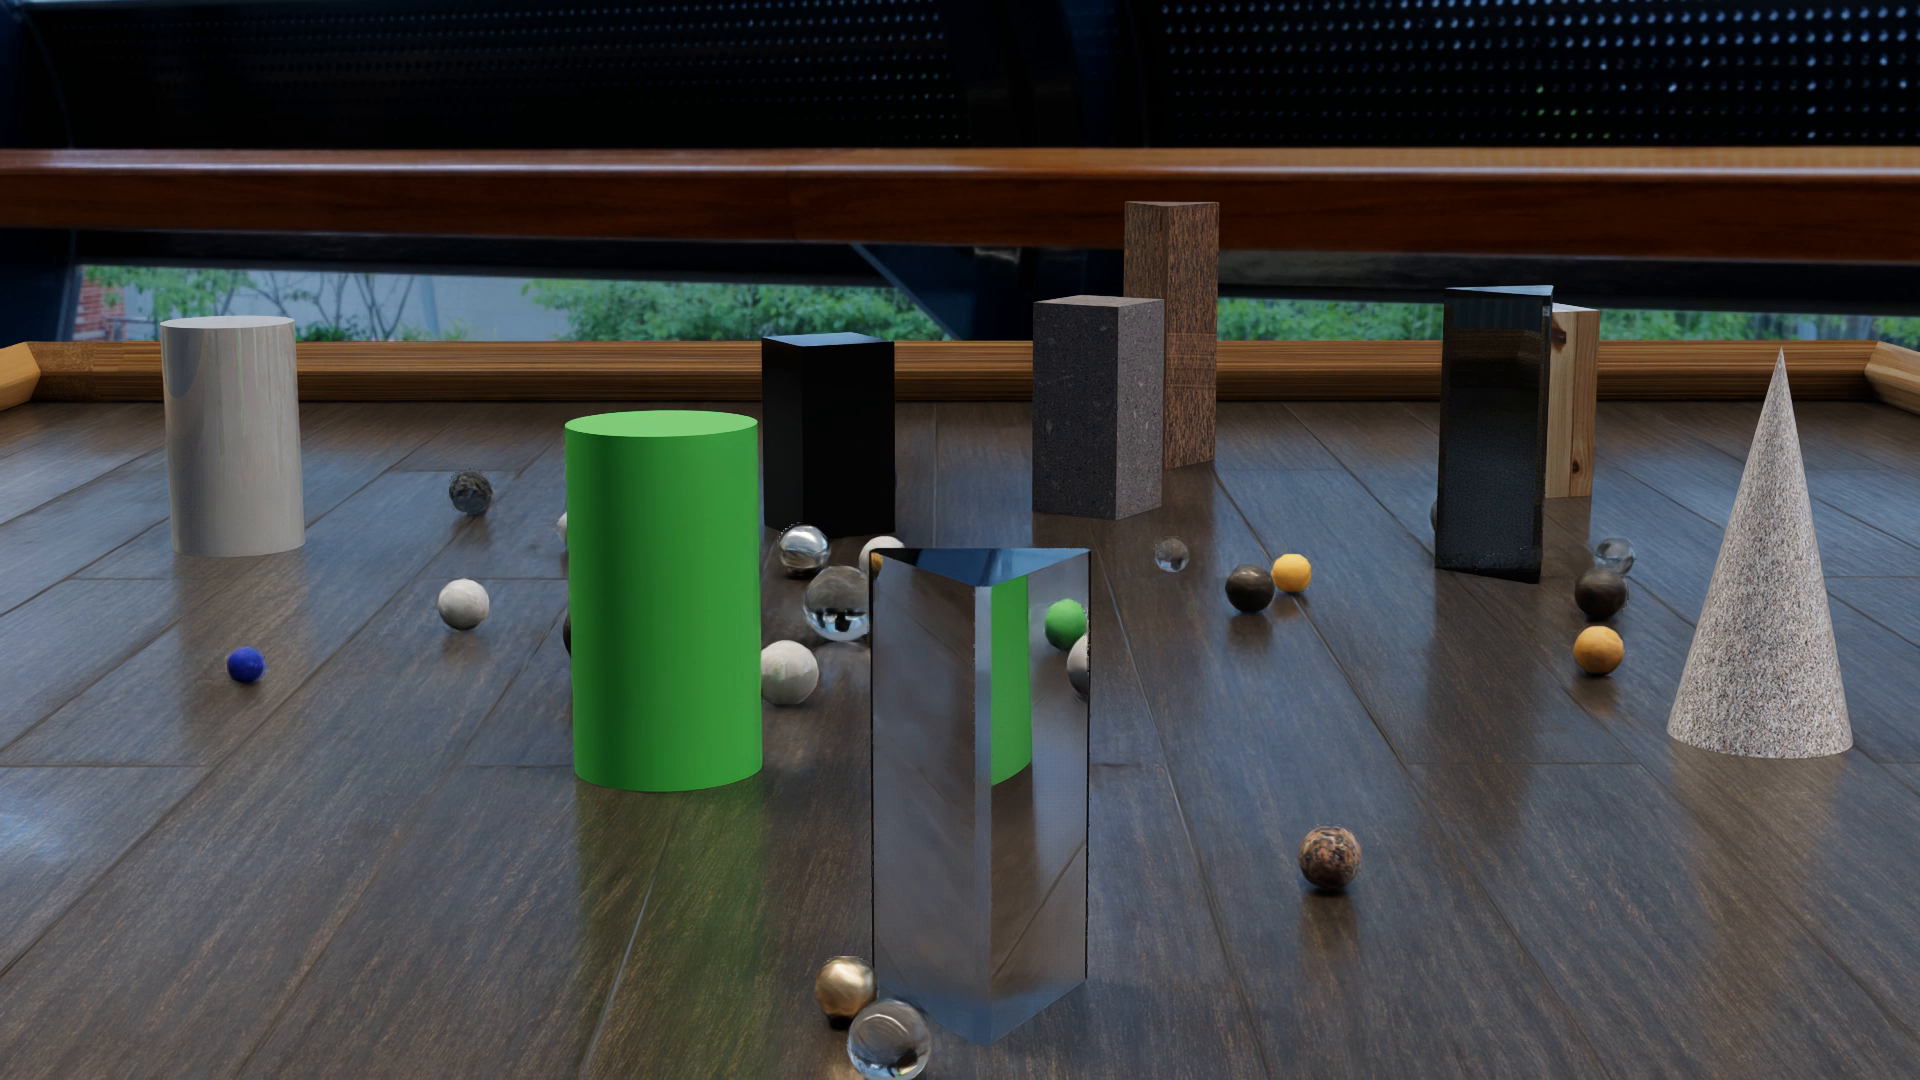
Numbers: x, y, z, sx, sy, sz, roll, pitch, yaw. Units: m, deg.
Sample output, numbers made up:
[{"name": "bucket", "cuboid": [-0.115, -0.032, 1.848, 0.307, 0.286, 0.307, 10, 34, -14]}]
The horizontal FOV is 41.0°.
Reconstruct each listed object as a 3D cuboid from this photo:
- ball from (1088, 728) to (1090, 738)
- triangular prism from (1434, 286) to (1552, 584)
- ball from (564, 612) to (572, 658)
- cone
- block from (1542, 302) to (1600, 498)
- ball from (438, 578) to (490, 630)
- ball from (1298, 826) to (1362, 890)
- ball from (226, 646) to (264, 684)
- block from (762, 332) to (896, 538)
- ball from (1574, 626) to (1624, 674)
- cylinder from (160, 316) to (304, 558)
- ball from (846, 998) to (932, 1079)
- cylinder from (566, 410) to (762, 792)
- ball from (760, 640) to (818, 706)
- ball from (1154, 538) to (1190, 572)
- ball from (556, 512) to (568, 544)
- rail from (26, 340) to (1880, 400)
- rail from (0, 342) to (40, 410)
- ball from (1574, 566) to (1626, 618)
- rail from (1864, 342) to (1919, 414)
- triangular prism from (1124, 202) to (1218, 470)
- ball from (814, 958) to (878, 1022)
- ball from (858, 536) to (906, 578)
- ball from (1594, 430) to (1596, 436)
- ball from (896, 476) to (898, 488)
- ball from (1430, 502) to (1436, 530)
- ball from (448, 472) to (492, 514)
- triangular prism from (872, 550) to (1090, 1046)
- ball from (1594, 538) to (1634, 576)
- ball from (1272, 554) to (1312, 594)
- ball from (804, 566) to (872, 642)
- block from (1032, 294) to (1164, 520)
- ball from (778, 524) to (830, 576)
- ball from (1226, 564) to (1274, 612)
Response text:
[{"name": "ball", "cuboid": [0.118, 0.207, 2.751, 0.042, 0.042, 0.042, 0, 10, 0]}, {"name": "triangular prism", "cuboid": [0.809, -0.160, 3.722, 0.171, 0.410, 0.148, 10, 15, 44]}, {"name": "ball", "cuboid": [-0.431, 0.113, 3.106, 0.098, 0.098, 0.098, 0, 10, 0]}, {"name": "cone", "cuboid": [0.880, 0.003, 2.787, 0.197, 0.430, 0.197, 0, 10, 0]}, {"name": "block", "cuboid": [0.984, -0.242, 4.419, 0.158, 0.317, 0.158, -3, 11, -18]}, {"name": "ball", "cuboid": [-0.647, 0.084, 3.346, 0.067, 0.067, 0.067, 0, 10, 0]}, {"name": "ball", "cuboid": [0.331, 0.284, 2.295, 0.057, 0.057, 0.057, 0, 10, 0]}, {"name": "ball", "cuboid": [-0.852, 0.149, 3.060, 0.043, 0.043, 0.043, 0, 10, 0]}, {"name": "block", "cuboid": [-0.208, -0.167, 4.054, 0.158, 0.302, 0.158, -5, 12, -27]}, {"name": "ball", "cuboid": [0.772, 0.133, 3.101, 0.060, 0.060, 0.060, 0, 10, 0]}, {"name": "cylinder", "cuboid": [-1.107, -0.161, 3.911, 0.197, 0.344, 0.197, 0, 10, 0]}, {"name": "ball", "cuboid": [-0.051, 0.363, 1.855, 0.062, 0.062, 0.062, 0, 10, 0]}, {"name": "cylinder", "cuboid": [-0.307, 0.059, 2.669, 0.197, 0.364, 0.197, 0, 10, 0]}, {"name": "ball", "cuboid": [-0.200, 0.153, 2.950, 0.076, 0.076, 0.076, 0, 10, 0]}, {"name": "ball", "cuboid": [0.308, 0.023, 3.725, 0.050, 0.050, 0.050, 0, 10, 0]}, {"name": "ball", "cuboid": [-0.587, -0.018, 3.922, 0.058, 0.058, 0.058, 0, 10, 0]}, {"name": "rail", "cuboid": [-0.013, -0.369, 5.619, 4.071, 0.128, 0.045, 0, 10, 0]}, {"name": "rail", "cuboid": [-2.012, 0.035, 3.437, 0.045, 0.128, 4.462, 0, 10, 0]}, {"name": "ball", "cuboid": [0.853, 0.070, 3.419, 0.068, 0.068, 0.068, 0, 10, 0]}, {"name": "rail", "cuboid": [2.012, 0.031, 3.460, 0.045, 0.128, 4.462, 0, 10, 0]}, {"name": "triangular prism", "cuboid": [0.364, -0.383, 4.742, 0.148, 0.477, 0.171, 8, 13, 38]}, {"name": "ball", "cuboid": [-0.088, 0.347, 1.978, 0.049, 0.049, 0.049, 0, 10, 0]}, {"name": "ball", "cuboid": [-0.107, 0.030, 3.626, 0.072, 0.072, 0.072, 0, 10, 0]}, {"name": "ball", "cuboid": [1.188, -0.213, 4.937, 0.071, 0.071, 0.071, 0, 10, 0]}, {"name": "ball", "cuboid": [-0.142, -0.096, 4.237, 0.079, 0.079, 0.079, 0, 10, 0]}, {"name": "ball", "cuboid": [0.767, -0.037, 3.988, 0.071, 0.071, 0.071, 0, 10, 0]}, {"name": "ball", "cuboid": [-0.804, -0.078, 4.214, 0.070, 0.070, 0.070, 0, 10, 0]}, {"name": "triangular prism", "cuboid": [0.038, 0.187, 2.006, 0.148, 0.352, 0.171, -6, 12, -30]}, {"name": "ball", "cuboid": [0.941, 0.025, 3.691, 0.058, 0.058, 0.058, 0, 10, 0]}, {"name": "ball", "cuboid": [0.463, 0.046, 3.581, 0.056, 0.056, 0.056, 0, 10, 0]}, {"name": "ball", "cuboid": [-0.151, 0.081, 3.276, 0.098, 0.098, 0.098, 0, 10, 0]}, {"name": "block", "cuboid": [0.228, -0.222, 4.232, 0.158, 0.346, 0.158, 7, 12, 31]}, {"name": "ball", "cuboid": [-0.224, 0.015, 3.698, 0.075, 0.075, 0.075, 0, 10, 0]}, {"name": "ball", "cuboid": [0.391, 0.065, 3.452, 0.066, 0.066, 0.066, 0, 10, 0]}]
